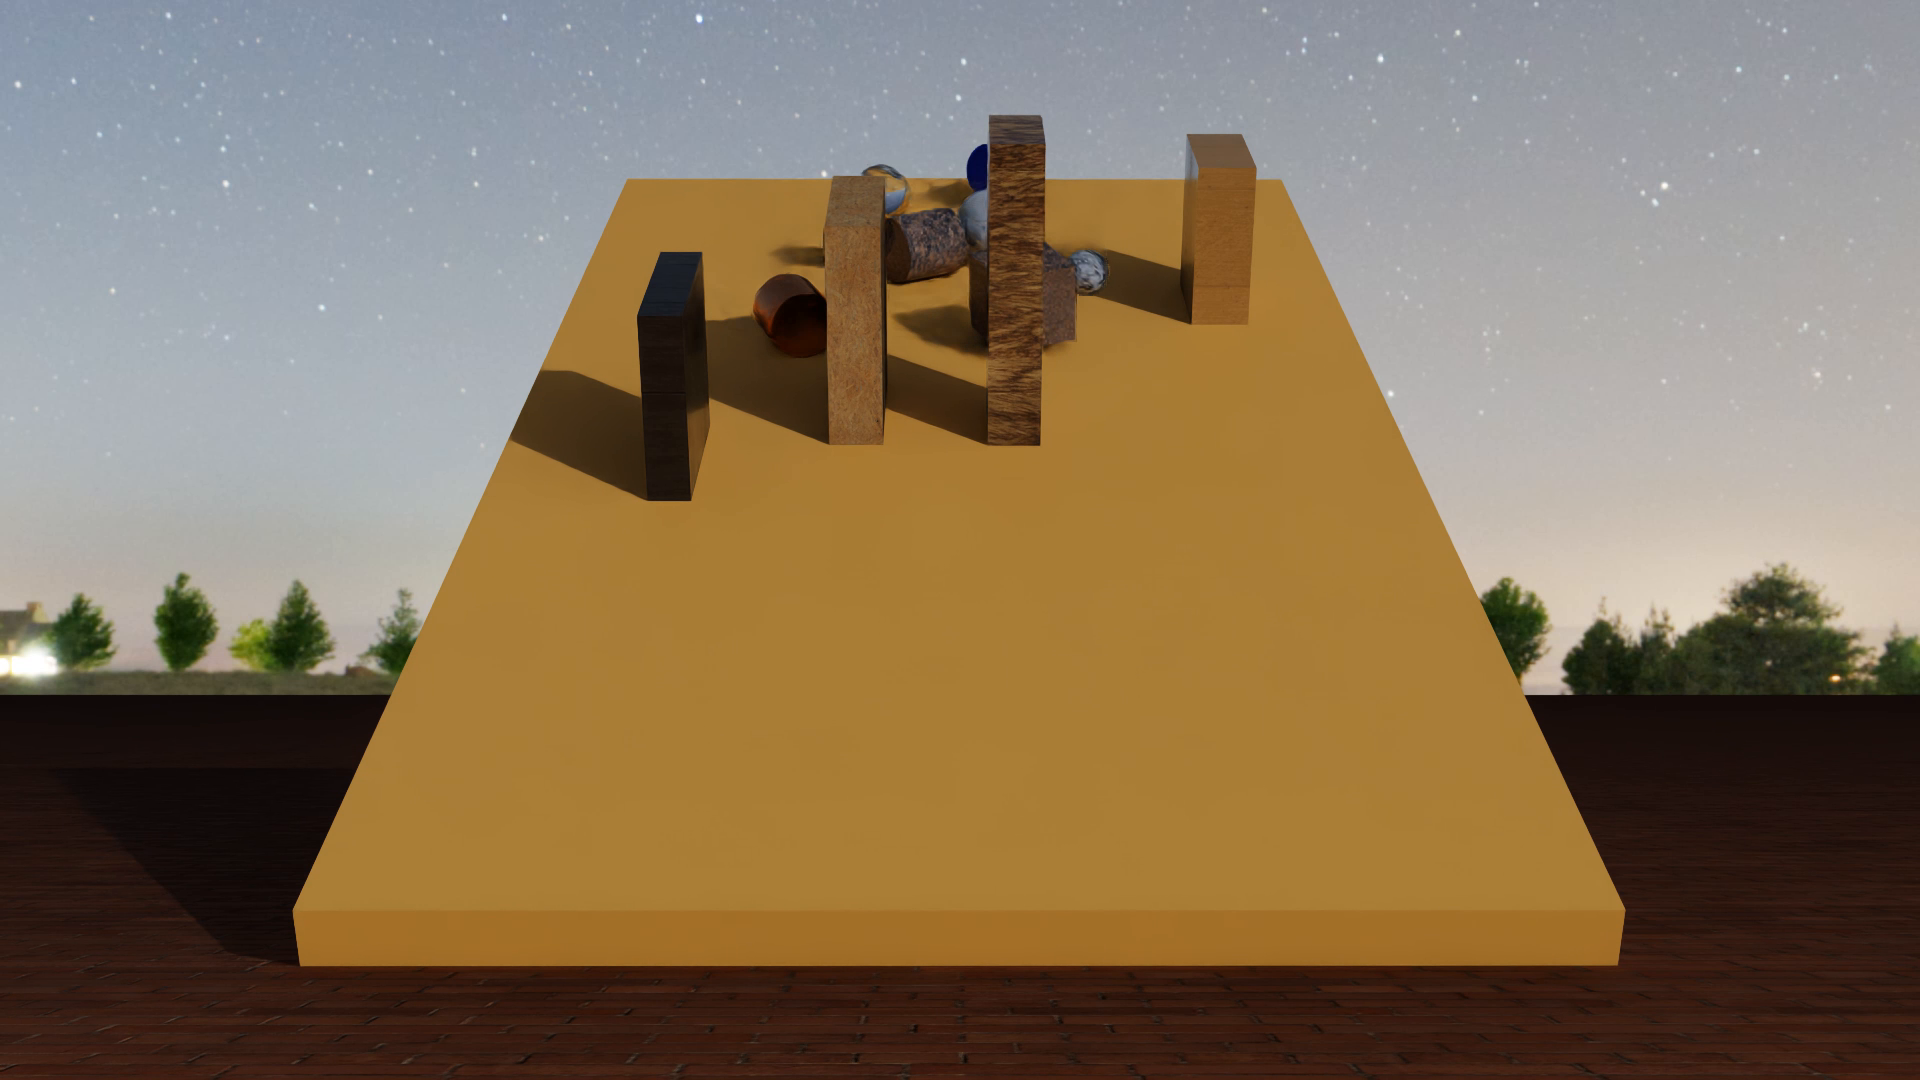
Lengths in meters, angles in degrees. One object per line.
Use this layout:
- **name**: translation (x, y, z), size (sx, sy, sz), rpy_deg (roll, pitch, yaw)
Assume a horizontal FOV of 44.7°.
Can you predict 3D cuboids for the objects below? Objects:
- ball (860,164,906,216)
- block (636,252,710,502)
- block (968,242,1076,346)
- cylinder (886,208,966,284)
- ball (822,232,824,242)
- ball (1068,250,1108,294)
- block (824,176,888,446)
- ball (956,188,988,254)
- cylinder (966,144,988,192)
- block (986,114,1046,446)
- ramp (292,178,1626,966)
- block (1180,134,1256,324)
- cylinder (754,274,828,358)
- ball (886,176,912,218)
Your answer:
- **ball**: translation (-0.208, -0.919, 6.131), size (0.134, 0.134, 0.134), rpy_deg (0, -4, 0)
- **block**: translation (-0.610, -0.356, 5.004), size (0.091, 0.410, 0.427), rpy_deg (0, 25, 0)
- **block**: translation (0.152, -0.597, 5.707), size (0.194, 0.194, 0.194), rpy_deg (-14, 32, -21)
- **cylinder**: translation (-0.104, -0.788, 6.234), size (0.176, 0.176, 0.176), rpy_deg (-15, 5, -30)
- **ball**: translation (-0.292, -0.817, 6.317), size (0.160, 0.160, 0.160), rpy_deg (0, -4, 0)
- **ball**: translation (0.330, -0.704, 6.122), size (0.118, 0.118, 0.118), rpy_deg (0, -4, 0)
- **block**: translation (-0.231, -0.522, 5.259), size (0.119, 0.501, 0.401), rpy_deg (0, 25, 0)
- **ball**: translation (0.086, -0.856, 6.355), size (0.201, 0.201, 0.201), rpy_deg (0, -4, 0)
- **cylinder**: translation (0.130, -1.085, 6.820), size (0.166, 0.166, 0.166), rpy_deg (-2, 14, 29)
- **block**: translation (0.120, -0.571, 5.150), size (0.117, 0.682, 0.247), rpy_deg (0, 25, 0)
- **ramp**: translation (-0.008, -0.229, 5.342), size (2.000, 0.100, 4.000), rpy_deg (0, 25, 0)
- **block**: translation (0.658, -0.799, 5.982), size (0.143, 0.408, 0.324), rpy_deg (0, 25, 0)
- **cylinder**: translation (-0.405, -0.551, 5.728), size (0.165, 0.165, 0.165), rpy_deg (2, 22, -22)
- **ball**: translation (-0.214, -0.996, 6.729), size (0.144, 0.144, 0.144), rpy_deg (0, -4, 0)
